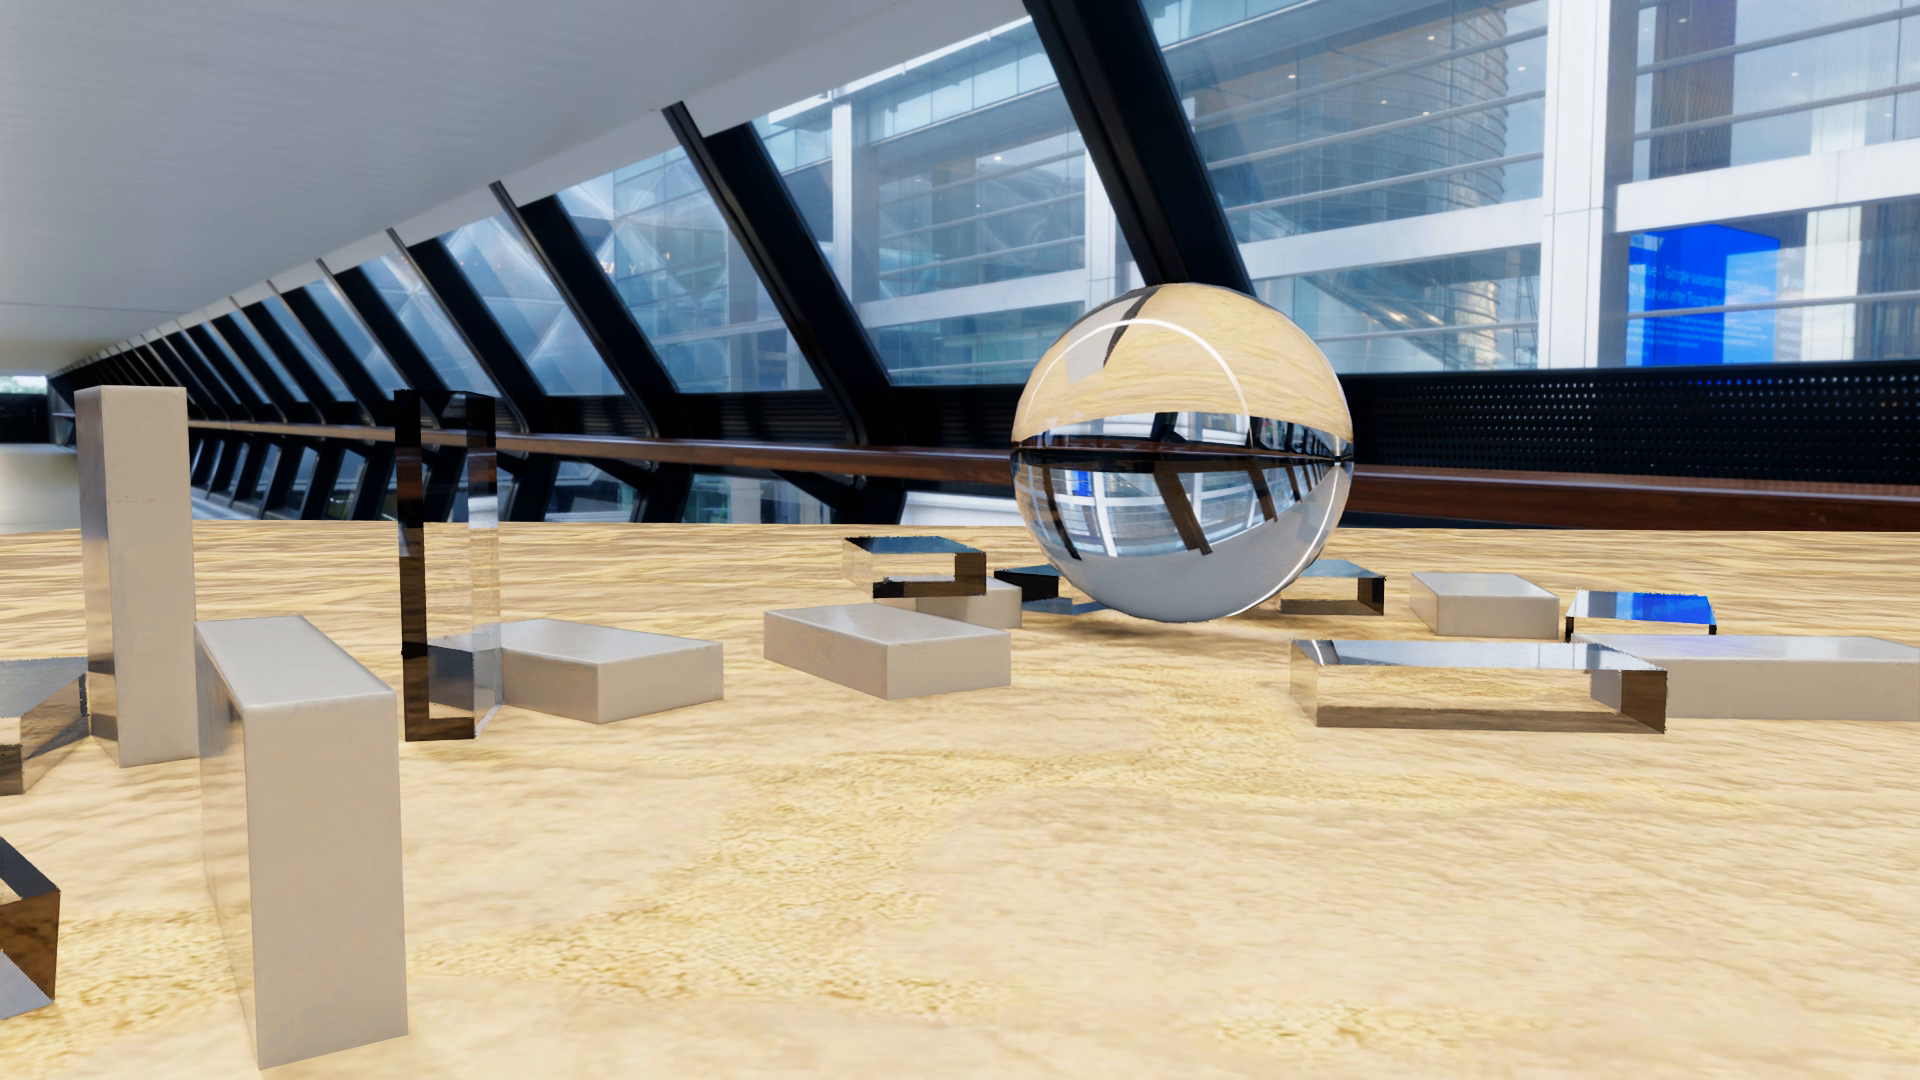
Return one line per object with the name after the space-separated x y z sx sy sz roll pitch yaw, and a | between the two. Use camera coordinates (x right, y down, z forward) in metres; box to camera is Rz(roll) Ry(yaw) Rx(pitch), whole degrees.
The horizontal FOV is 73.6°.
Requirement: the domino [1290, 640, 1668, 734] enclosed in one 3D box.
0.080 0.023 0.203 0.050 0.009 0.025 0 4 5 | domino

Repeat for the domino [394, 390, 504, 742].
-0.077 0.003 0.195 0.009 0.050 0.025 -1 4 -11 | domino

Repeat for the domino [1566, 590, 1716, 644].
0.139 0.018 0.263 0.025 0.009 0.050 2 5 28 | domino

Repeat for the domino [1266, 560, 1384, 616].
0.095 0.012 0.343 0.025 0.009 0.050 0 4 6 | domino

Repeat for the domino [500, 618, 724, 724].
-0.067 0.021 0.219 0.050 0.010 0.025 3 5 37 | domino

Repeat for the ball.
0.052 -0.020 0.303 0.080 0.080 0.080 0 4 0 | ball

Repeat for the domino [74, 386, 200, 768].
-0.115 0.004 0.179 0.009 0.050 0.025 -4 6 -41 | domino

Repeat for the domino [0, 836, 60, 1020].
-0.095 0.025 0.099 0.050 0.009 0.025 18 13 31 | domino

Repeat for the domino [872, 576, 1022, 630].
-0.004 0.014 0.317 0.025 0.009 0.050 -1 4 -15 | domino

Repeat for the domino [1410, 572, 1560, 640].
0.123 0.015 0.305 0.025 0.009 0.050 1 4 13 | domino

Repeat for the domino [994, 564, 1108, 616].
0.035 0.012 0.346 0.025 0.009 0.050 4 6 40 | domino

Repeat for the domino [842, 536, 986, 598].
-0.012 0.006 0.301 0.025 0.009 0.050 -1 4 -13 | domino

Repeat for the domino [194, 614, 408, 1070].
-0.058 0.022 0.110 0.009 0.025 0.050 -3 5 -34 | domino

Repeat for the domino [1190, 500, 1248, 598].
0.077 0.002 0.380 0.009 0.025 0.050 2 5 20 | domino

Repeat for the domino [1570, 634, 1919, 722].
0.131 0.022 0.210 0.050 0.009 0.025 0 4 4 | domino

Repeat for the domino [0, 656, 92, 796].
-0.135 0.025 0.174 0.025 0.009 0.050 -2 5 -23 | domino

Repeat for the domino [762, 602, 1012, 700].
-0.015 0.020 0.240 0.025 0.009 0.050 -3 5 -33 | domino
